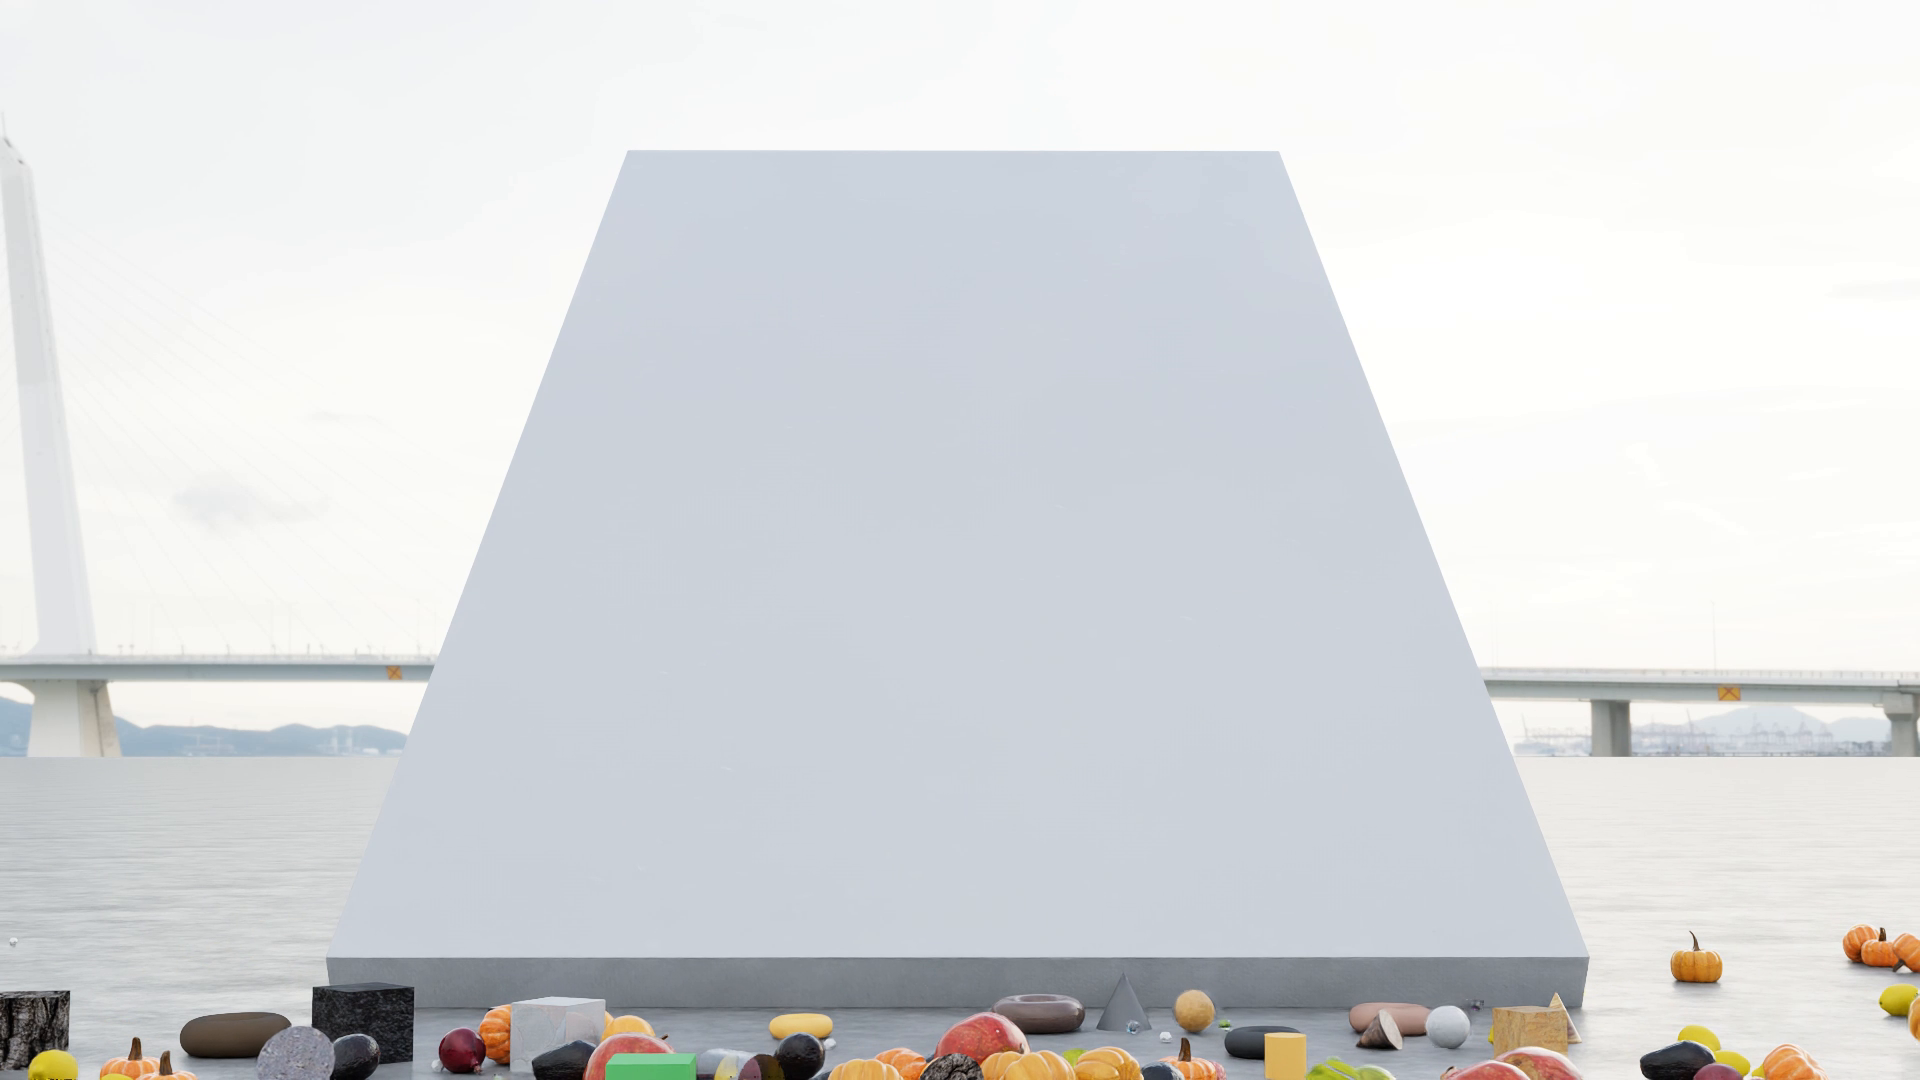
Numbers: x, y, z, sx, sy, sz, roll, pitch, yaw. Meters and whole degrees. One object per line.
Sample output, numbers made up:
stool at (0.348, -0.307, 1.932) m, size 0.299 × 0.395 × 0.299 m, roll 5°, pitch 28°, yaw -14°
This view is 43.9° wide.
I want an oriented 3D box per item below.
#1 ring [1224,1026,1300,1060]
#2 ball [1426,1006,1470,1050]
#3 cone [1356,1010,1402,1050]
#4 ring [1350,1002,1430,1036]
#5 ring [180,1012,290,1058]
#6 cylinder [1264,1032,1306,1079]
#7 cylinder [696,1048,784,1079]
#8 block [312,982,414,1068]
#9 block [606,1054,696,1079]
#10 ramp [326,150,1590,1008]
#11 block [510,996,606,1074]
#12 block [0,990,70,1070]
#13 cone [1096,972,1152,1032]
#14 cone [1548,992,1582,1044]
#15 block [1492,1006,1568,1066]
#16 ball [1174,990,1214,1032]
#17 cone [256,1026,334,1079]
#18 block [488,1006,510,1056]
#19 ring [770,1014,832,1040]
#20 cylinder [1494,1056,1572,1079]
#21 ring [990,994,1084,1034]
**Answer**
ring at (0.410, 0.677, 3.208) m, size 0.108 × 0.036 × 0.108 m, roll -1°, pitch -5°, yaw 0°
ball at (0.673, 0.672, 3.283) m, size 0.059 × 0.059 × 0.059 m, roll 0°, pitch -5°, yaw 0°
cone at (0.571, 0.689, 3.295) m, size 0.058 × 0.058 × 0.058 m, roll -31°, pitch -18°, yaw 22°
ring at (0.628, 0.698, 3.468) m, size 0.122 × 0.041 × 0.122 m, roll 1°, pitch -6°, yaw 0°
ring at (-0.983, 0.673, 3.236) m, size 0.148 × 0.049 × 0.148 m, roll -1°, pitch -4°, yaw 0°
cylinder at (0.410, 0.650, 2.997) m, size 0.052 × 0.052 × 0.052 m, roll 0°, pitch -5°, yaw 0°
cylinder at (-0.248, 0.608, 2.653) m, size 0.076 × 0.076 × 0.076 m, roll -5°, pitch -7°, yaw 42°
block at (-0.792, 0.642, 3.158) m, size 0.097 × 0.097 × 0.097 m, roll 5°, pitch -7°, yaw -43°
block at (-0.324, 0.589, 2.500) m, size 0.087 × 0.087 × 0.087 m, roll 0°, pitch -5°, yaw -2°
ramp at (-0.011, -0.224, 5.560) m, size 2.000 × 0.100 × 4.000 m, roll 0°, pitch 28°, yaw 0°
block at (-0.520, 0.640, 3.077) m, size 0.086 × 0.086 × 0.086 m, roll -3°, pitch -6°, yaw 26°
block at (-1.220, 0.640, 3.110) m, size 0.092 × 0.092 × 0.092 m, roll 1°, pitch -5°, yaw -12°
cone at (0.243, 0.681, 3.527) m, size 0.083 × 0.083 × 0.083 m, roll 0°, pitch -5°, yaw 0°
cone at (0.845, 0.674, 3.370) m, size 0.070 × 0.070 × 0.070 m, roll 0°, pitch -5°, yaw 0°
block at (0.755, 0.656, 3.154) m, size 0.068 × 0.068 × 0.068 m, roll 3°, pitch -6°, yaw -28°
ball at (0.342, 0.688, 3.477) m, size 0.060 × 0.060 × 0.060 m, roll 0°, pitch -5°, yaw 0°
cone at (-0.786, 0.643, 2.856) m, size 0.092 × 0.092 × 0.092 m, roll 0°, pitch -34°, yaw 2°
block at (-0.600, 0.668, 3.244) m, size 0.060 × 0.060 × 0.060 m, roll -5°, pitch -7°, yaw 44°
ring at (-0.228, 0.698, 3.411) m, size 0.092 × 0.031 × 0.092 m, roll -1°, pitch -4°, yaw 0°
cylinder at (0.613, 0.600, 2.545) m, size 0.073 × 0.073 × 0.073 m, roll -19°, pitch -1°, yaw -13°
ring at (0.114, 0.698, 3.505) m, size 0.141 × 0.047 × 0.141 m, roll -1°, pitch -4°, yaw 0°
